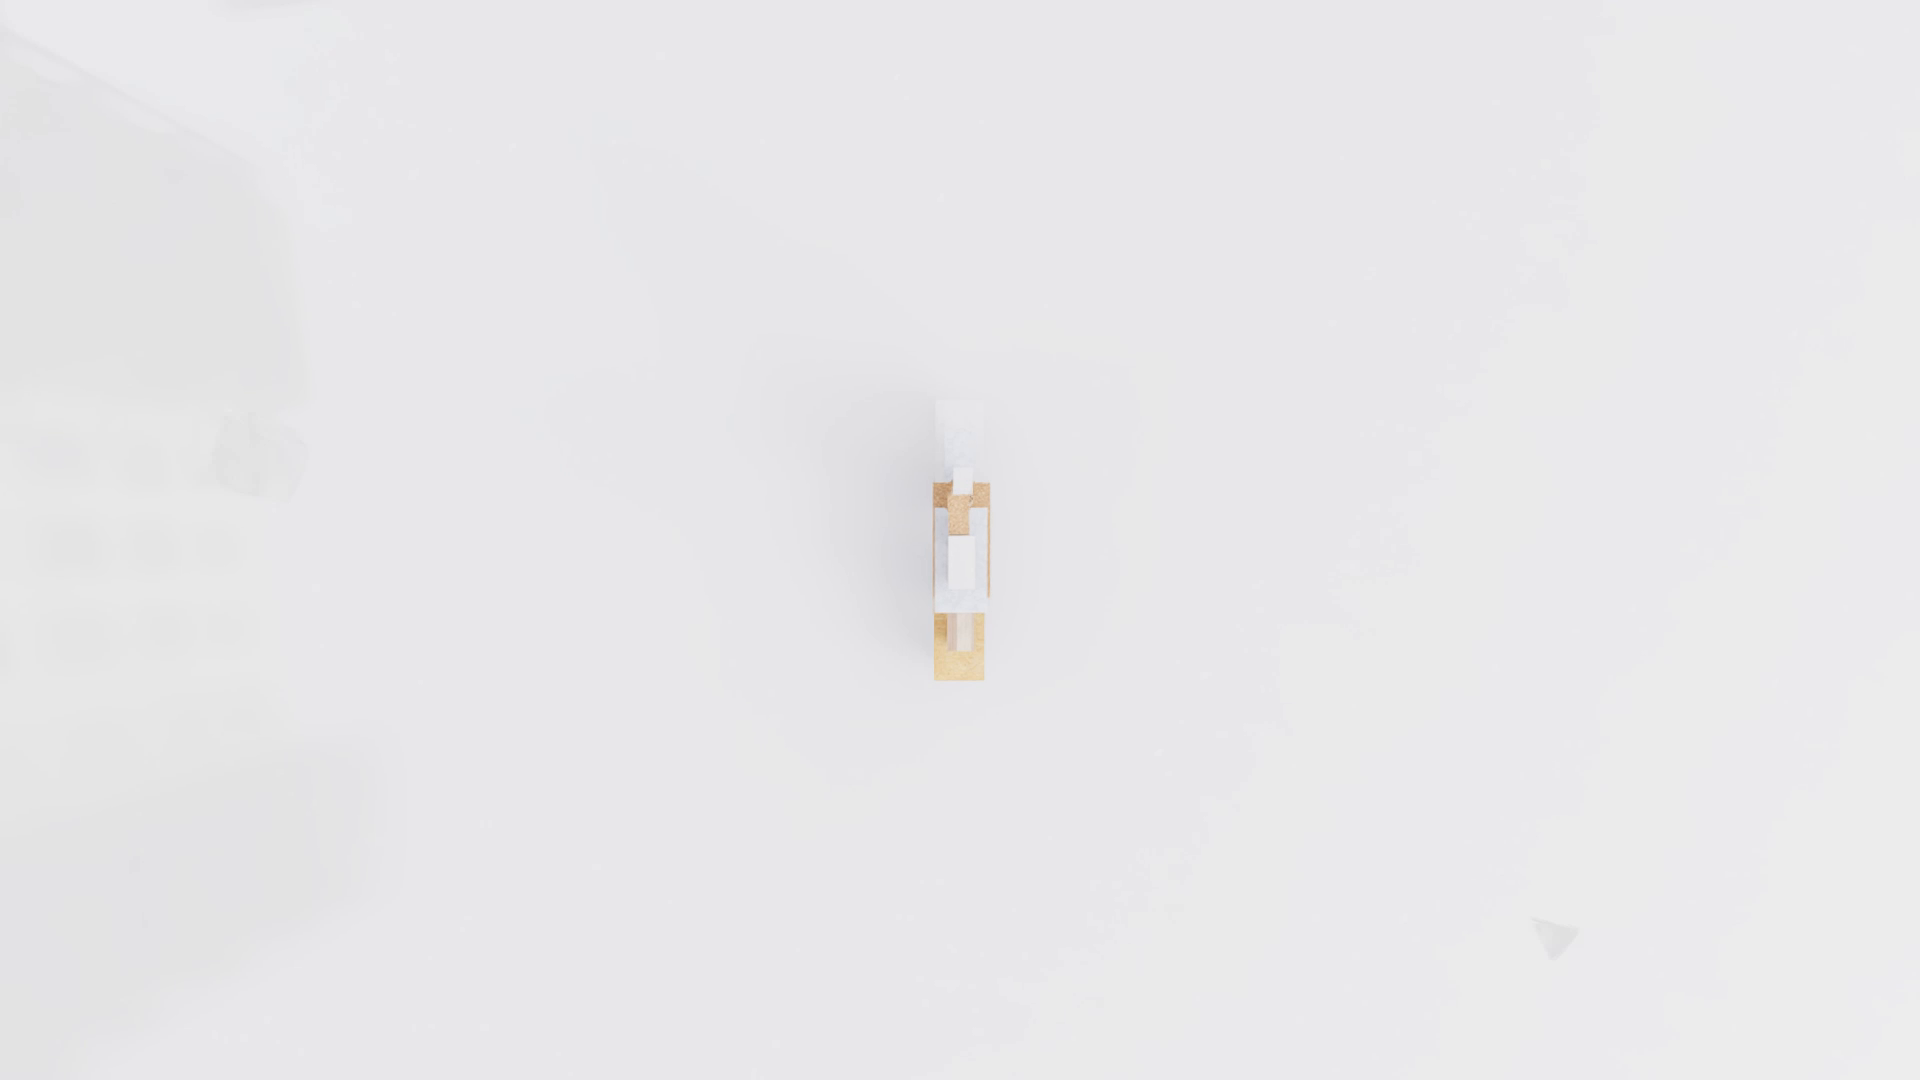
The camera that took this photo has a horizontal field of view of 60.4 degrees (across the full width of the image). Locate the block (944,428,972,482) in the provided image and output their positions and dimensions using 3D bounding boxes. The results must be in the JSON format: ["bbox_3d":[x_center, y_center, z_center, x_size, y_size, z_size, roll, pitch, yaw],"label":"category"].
[{"bbox_3d":[-0.004,-0.253,4.975,0.084,0.024,0.167,0,90,0],"label":"block"}]

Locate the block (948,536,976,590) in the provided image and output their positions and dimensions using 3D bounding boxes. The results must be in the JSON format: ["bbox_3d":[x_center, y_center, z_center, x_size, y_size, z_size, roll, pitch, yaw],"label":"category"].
[{"bbox_3d":[0.004,0.059,4.288,0.069,0.020,0.138,0,90,0],"label":"block"}]

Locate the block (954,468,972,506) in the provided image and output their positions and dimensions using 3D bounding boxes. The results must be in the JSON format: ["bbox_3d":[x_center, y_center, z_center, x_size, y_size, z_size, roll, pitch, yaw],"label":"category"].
[{"bbox_3d":[0.009,-0.151,4.646,0.053,0.015,0.105,1,90,0],"label":"block"}]

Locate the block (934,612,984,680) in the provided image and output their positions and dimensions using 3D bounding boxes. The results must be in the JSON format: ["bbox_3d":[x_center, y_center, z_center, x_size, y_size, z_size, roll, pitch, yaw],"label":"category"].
[{"bbox_3d":[-0.002,0.281,5.162,0.158,0.045,0.316,0,90,0],"label":"block"}]

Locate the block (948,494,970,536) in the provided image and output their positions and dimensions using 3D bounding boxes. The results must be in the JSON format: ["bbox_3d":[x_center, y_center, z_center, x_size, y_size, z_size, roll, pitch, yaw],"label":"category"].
[{"bbox_3d":[-0.004,-0.064,4.318,0.054,0.015,0.109,-2,91,0],"label":"block"}]

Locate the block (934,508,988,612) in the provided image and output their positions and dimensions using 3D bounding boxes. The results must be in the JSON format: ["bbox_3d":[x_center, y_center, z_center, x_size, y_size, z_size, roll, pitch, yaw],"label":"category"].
[{"bbox_3d":[0.003,0.054,4.456,0.141,0.040,0.283,0,90,0],"label":"block"}]

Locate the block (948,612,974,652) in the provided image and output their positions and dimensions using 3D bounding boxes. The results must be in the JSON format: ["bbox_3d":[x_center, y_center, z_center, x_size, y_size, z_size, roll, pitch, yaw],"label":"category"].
[{"bbox_3d":[0.003,0.252,4.964,0.081,0.023,0.163,0,90,0],"label":"block"}]

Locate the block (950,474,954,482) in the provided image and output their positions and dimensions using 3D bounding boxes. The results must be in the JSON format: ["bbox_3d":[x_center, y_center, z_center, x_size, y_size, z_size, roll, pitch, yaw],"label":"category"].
[{"bbox_3d":[0.000,-0.178,4.809,0.053,0.310,0.015,0,90,0],"label":"block"}]

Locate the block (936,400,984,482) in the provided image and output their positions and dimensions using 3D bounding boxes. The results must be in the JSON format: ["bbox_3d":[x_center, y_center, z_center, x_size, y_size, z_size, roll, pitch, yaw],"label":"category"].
[{"bbox_3d":[-0.002,-0.288,5.176,0.151,0.043,0.302,0,90,0],"label":"block"}]

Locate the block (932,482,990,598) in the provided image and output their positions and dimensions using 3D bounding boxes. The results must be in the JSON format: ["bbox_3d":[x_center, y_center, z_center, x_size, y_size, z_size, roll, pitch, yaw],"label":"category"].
[{"bbox_3d":[0.004,0.001,4.782,0.167,0.047,0.333,0,90,0],"label":"block"}]

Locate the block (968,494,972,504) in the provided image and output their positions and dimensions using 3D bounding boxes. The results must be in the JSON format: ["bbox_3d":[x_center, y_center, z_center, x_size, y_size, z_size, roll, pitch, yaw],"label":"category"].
[{"bbox_3d":[0.001,-0.110,4.481,0.054,0.311,0.015,-4,93,2],"label":"block"}]
